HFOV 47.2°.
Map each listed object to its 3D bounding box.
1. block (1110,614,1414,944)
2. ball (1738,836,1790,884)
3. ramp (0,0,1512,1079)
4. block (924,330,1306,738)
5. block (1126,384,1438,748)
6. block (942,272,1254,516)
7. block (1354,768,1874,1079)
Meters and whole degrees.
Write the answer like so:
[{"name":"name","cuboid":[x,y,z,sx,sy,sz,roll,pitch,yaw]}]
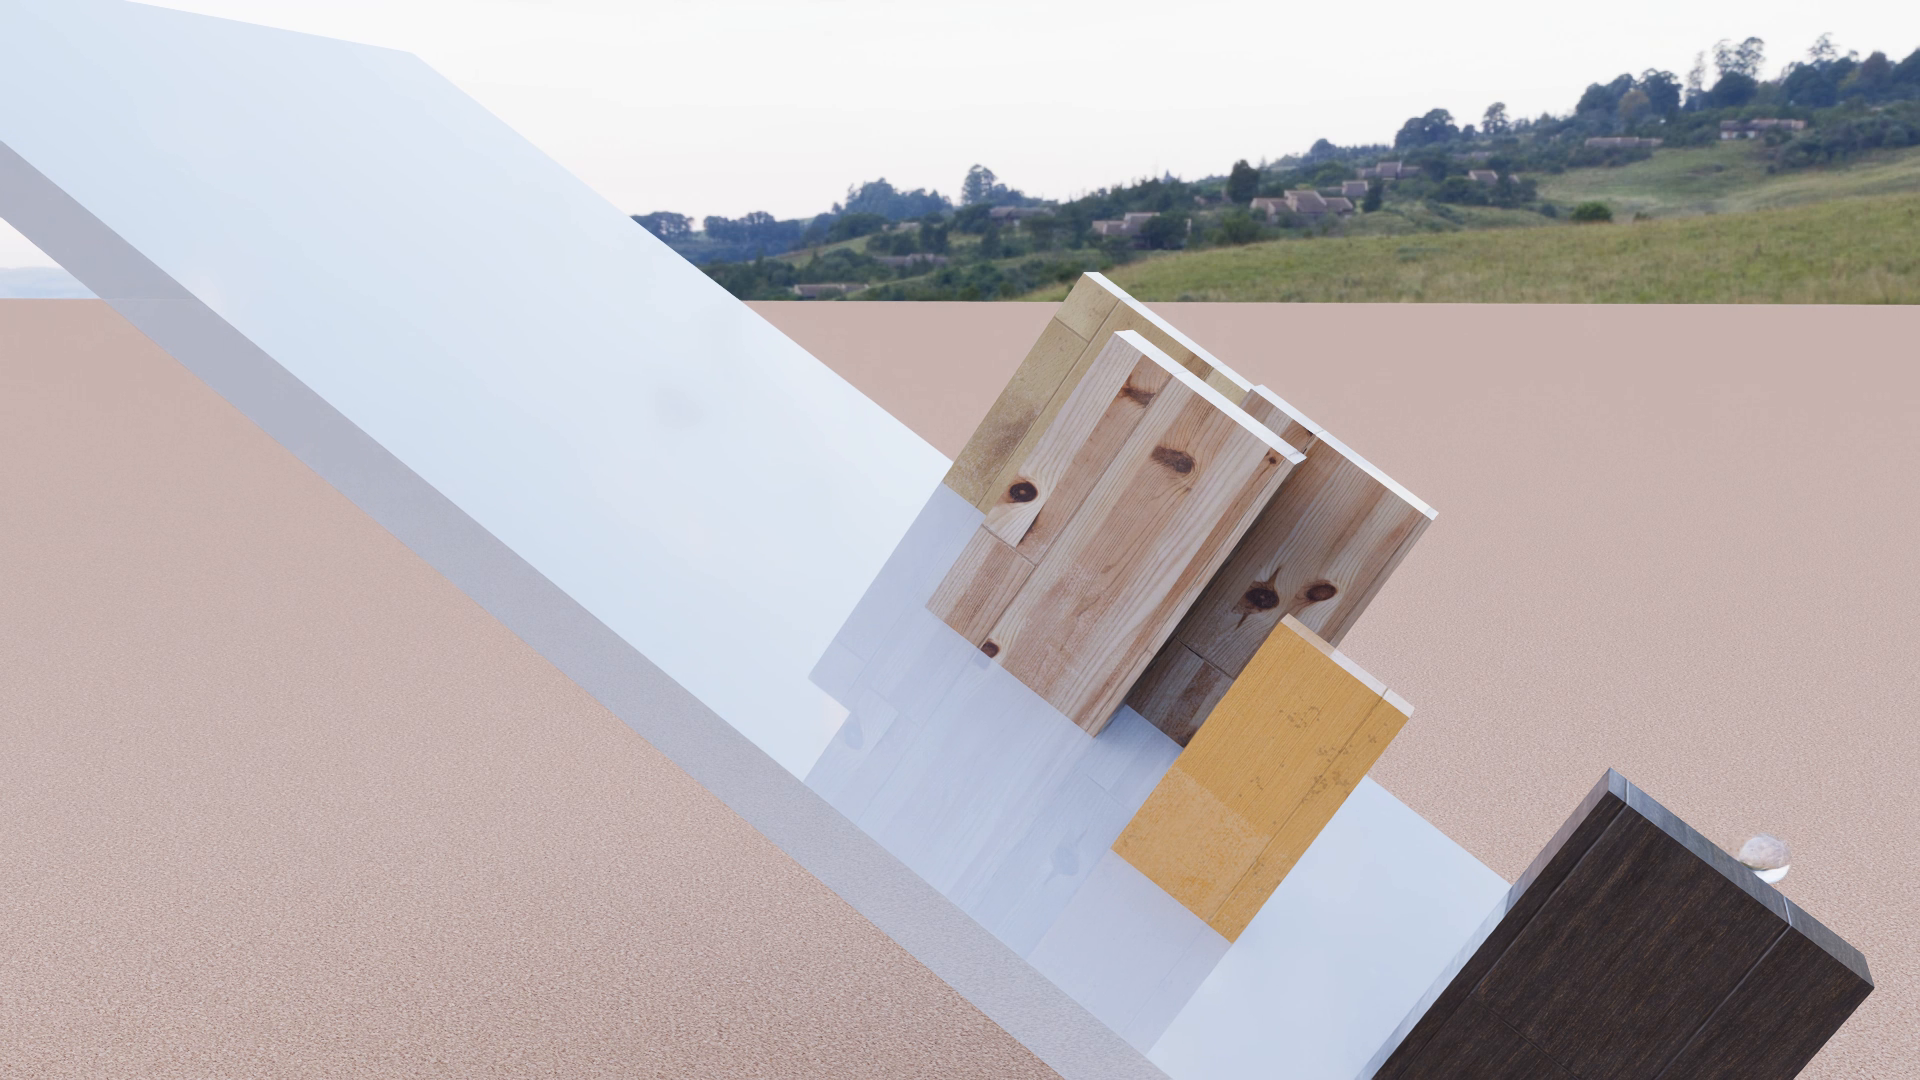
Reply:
[{"name":"block","cuboid":[0.483,0.383,3.530,0.248,0.471,0.084,37,16,10]},{"name":"ball","cuboid":[2.446,0.974,6.686,0.147,0.147,0.147,0,7,0]},{"name":"ramp","cuboid":[-0.091,0.162,4.082,4.000,0.100,2.000,37,16,10]},{"name":"block","cuboid":[0.281,-0.013,4.017,0.396,0.620,0.149,37,16,10]},{"name":"block","cuboid":[0.554,0.085,4.250,0.418,0.641,0.131,37,16,10]},{"name":"block","cuboid":[0.304,-0.228,4.823,0.441,0.560,0.135,37,16,10]},{"name":"block","cuboid":[0.843,0.699,2.981,0.406,0.657,0.143,37,16,10]}]
